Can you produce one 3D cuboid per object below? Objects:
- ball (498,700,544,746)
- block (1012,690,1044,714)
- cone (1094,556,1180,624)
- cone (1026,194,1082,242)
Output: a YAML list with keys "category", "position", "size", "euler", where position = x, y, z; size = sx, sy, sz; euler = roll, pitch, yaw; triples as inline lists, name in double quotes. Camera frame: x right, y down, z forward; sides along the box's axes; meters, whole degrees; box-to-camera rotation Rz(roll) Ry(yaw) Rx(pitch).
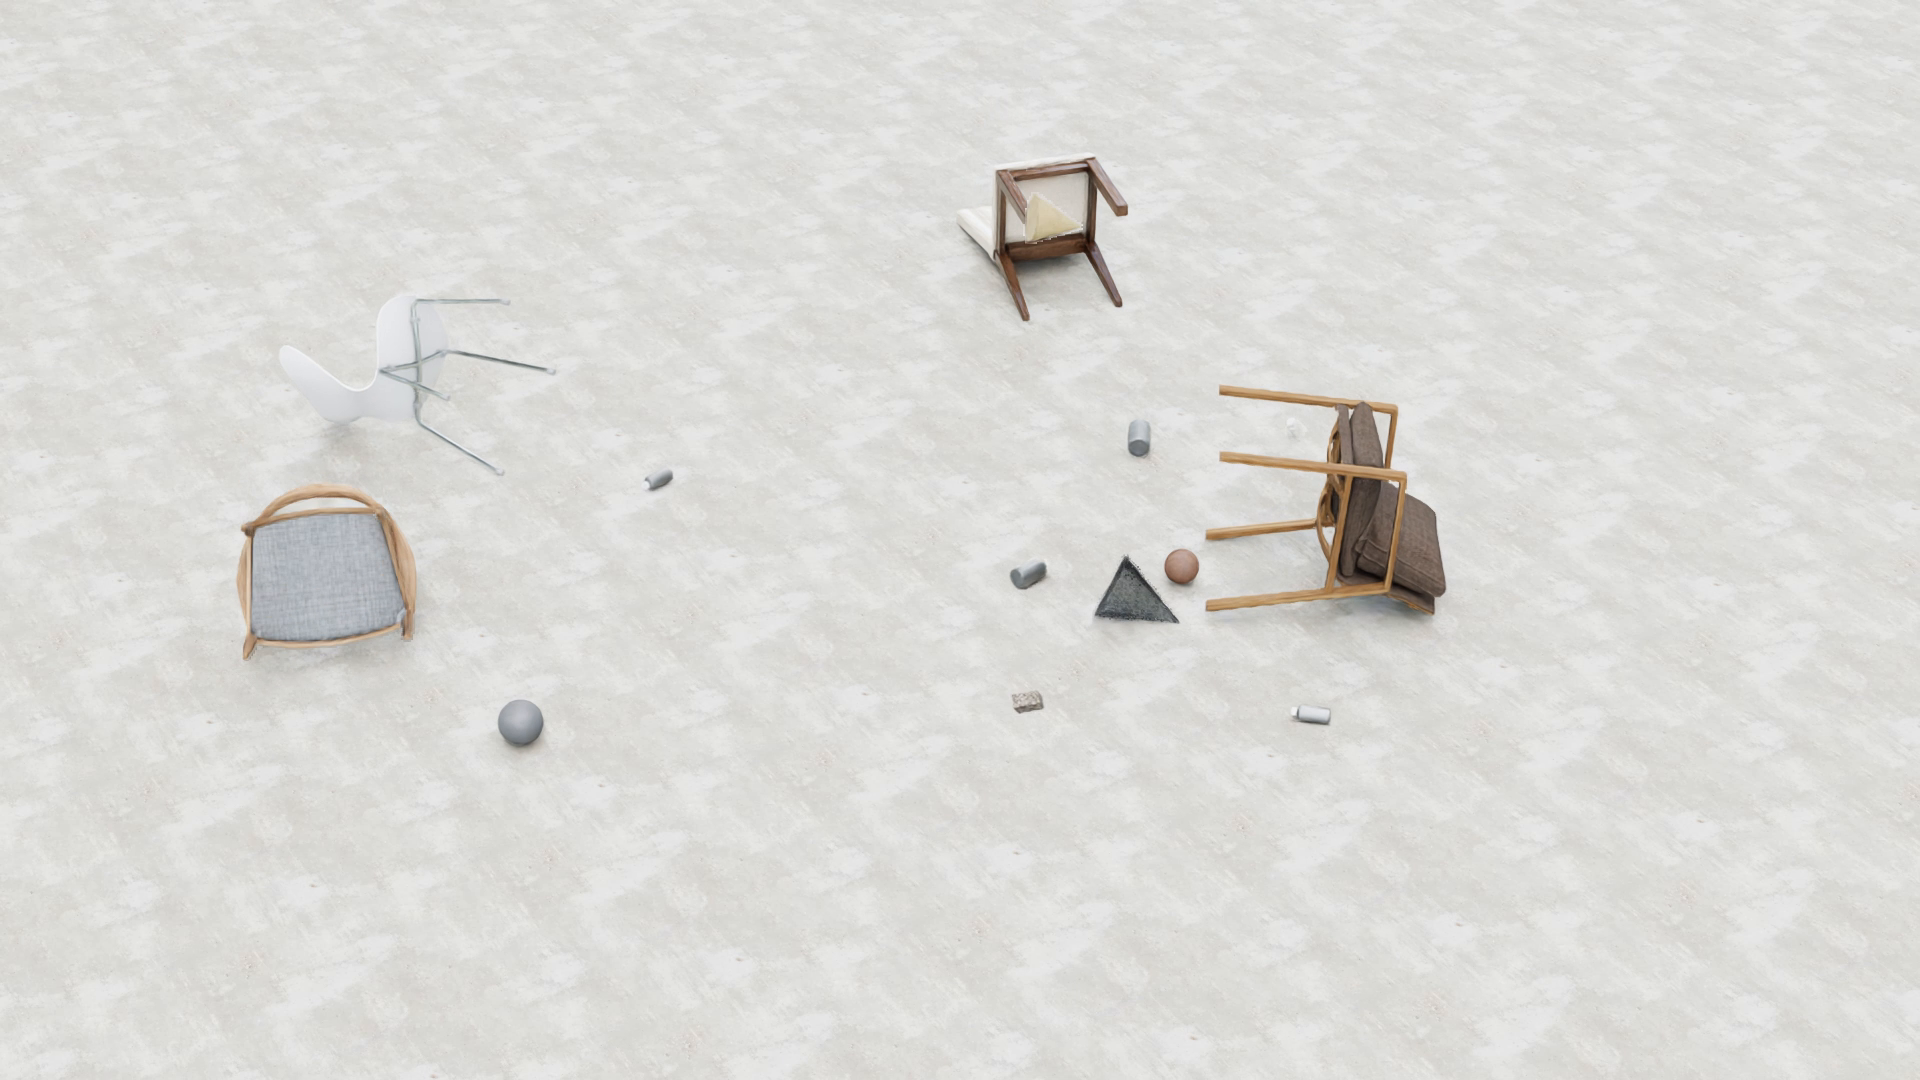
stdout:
- category: "ball"
  position: [-1.480, 0.613, 9.873]
  size: [0.154, 0.154, 0.154]
  euler: [0, 33, 0]
- category: "block"
  position: [0.211, 0.502, 9.101]
  size: [0.083, 0.091, 0.041]
  euler: [-11, 74, 9]
- category: "cone"
  position: [0.661, 0.231, 10.496]
  size: [0.288, 0.249, 0.180]
  euler: [28, 5, 2]
- category: "cone"
  position: [0.393, -1.291, 11.919]
  size: [0.215, 0.204, 0.140]
  euler: [9, -13, -18]
